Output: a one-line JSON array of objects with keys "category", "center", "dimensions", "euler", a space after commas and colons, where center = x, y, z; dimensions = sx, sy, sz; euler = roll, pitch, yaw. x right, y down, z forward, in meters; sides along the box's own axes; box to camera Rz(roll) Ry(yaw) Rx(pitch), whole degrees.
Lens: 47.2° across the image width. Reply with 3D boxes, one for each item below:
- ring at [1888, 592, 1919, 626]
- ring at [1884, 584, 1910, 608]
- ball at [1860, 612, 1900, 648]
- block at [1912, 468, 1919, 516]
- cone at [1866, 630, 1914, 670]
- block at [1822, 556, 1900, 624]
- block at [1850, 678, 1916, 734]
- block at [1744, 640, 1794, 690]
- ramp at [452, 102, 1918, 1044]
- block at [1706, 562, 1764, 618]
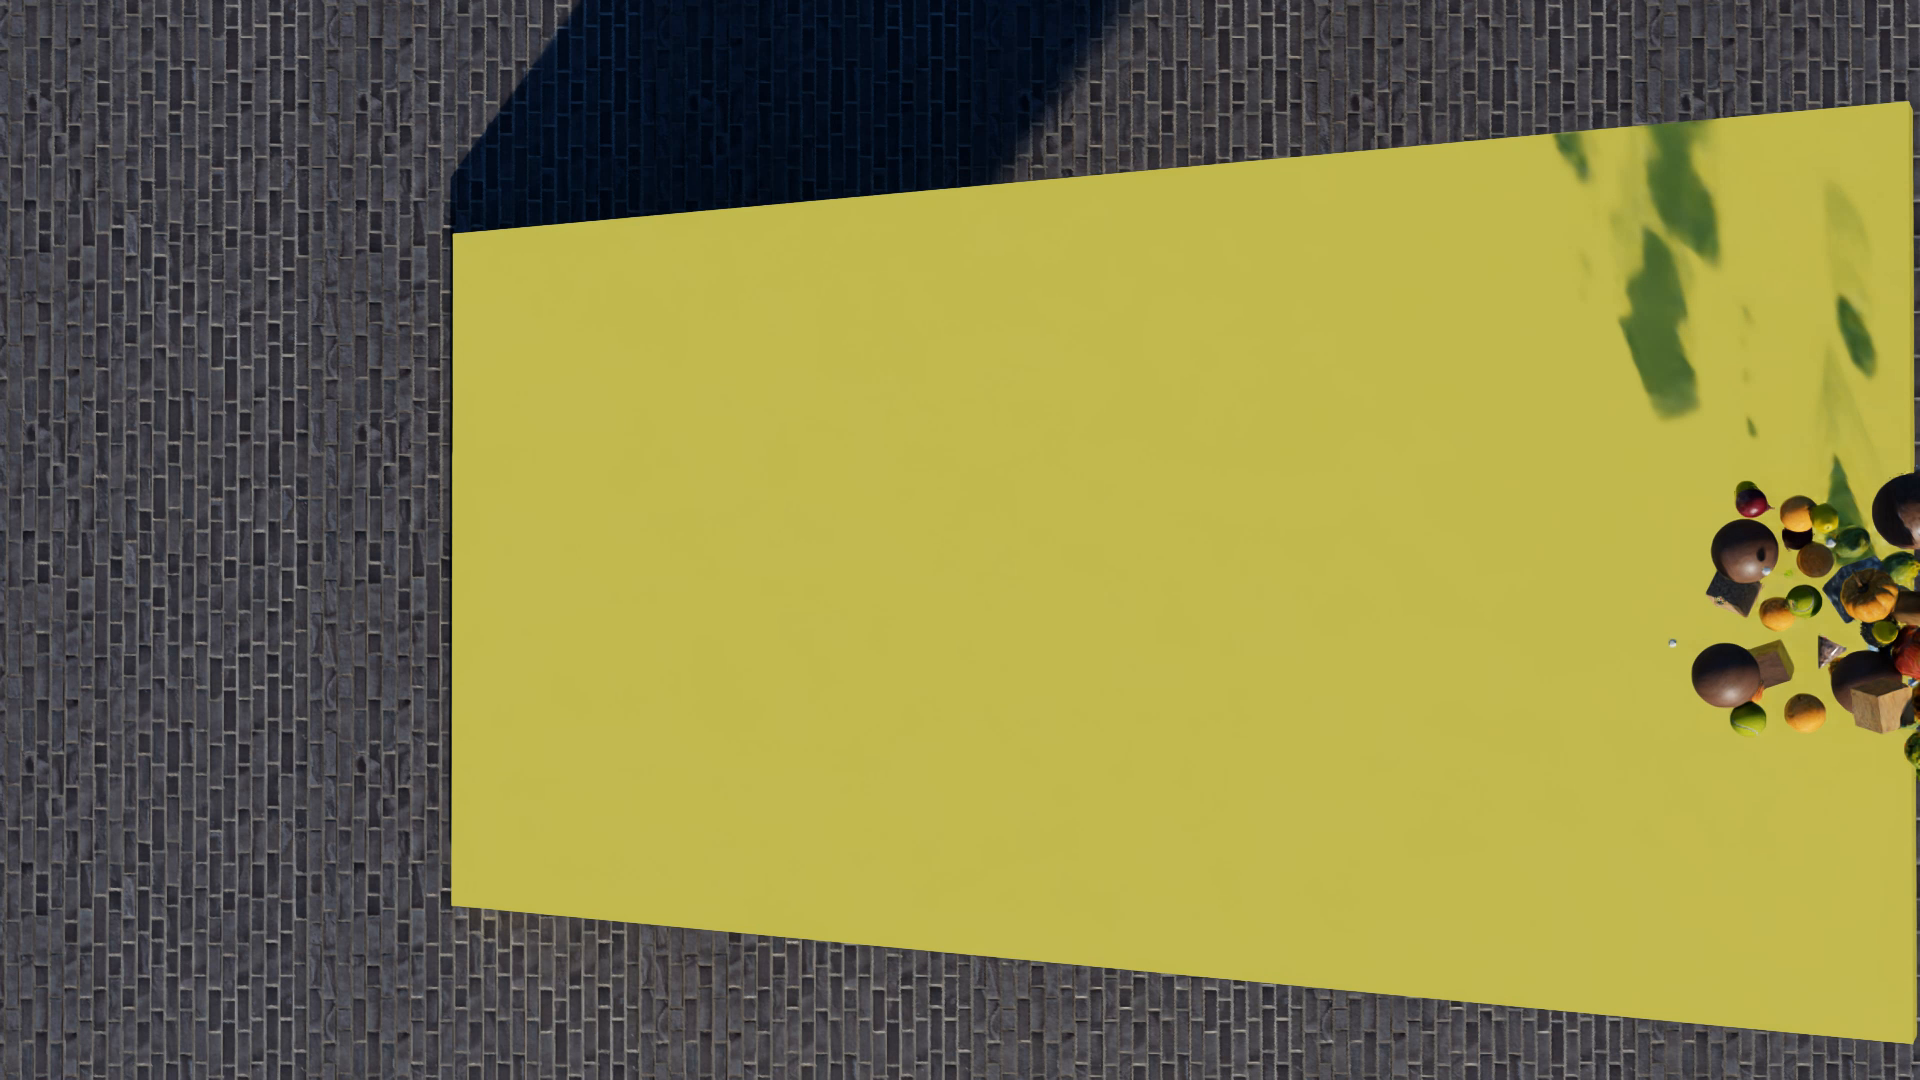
[{"category": "ring", "center": [1.687, 0.121, 3.813], "dimensions": [0.146, 0.146, 0.049], "euler": [2, 98, 0]}, {"category": "ring", "center": [1.780, 0.108, 4.211], "dimensions": [0.081, 0.081, 0.027], "euler": [11, 65, 0]}, {"category": "ball", "center": [1.770, 0.172, 4.232], "dimensions": [0.070, 0.070, 0.070], "euler": [0, 89, 0]}, {"category": "block", "center": [1.749, -0.091, 3.914], "dimensions": [0.078, 0.078, 0.078], "euler": [-7, 96, 32]}, {"category": "cone", "center": [1.947, 0.205, 4.588], "dimensions": [0.097, 0.097, 0.097], "euler": [-9, 128, 0]}, {"category": "block", "center": [1.577, 0.087, 3.850], "dimensions": [0.076, 0.076, 0.076], "euler": [-16, 63, -17]}, {"category": "block", "center": [1.575, 0.283, 3.754], "dimensions": [0.068, 0.068, 0.068], "euler": [-16, 102, -15]}, {"category": "block", "center": [1.679, 0.259, 4.560], "dimensions": [0.069, 0.069, 0.069], "euler": [-24, 96, 32]}, {"category": "ramp", "center": [0.276, 0.077, 5.650], "dimensions": [4.000, 0.100, 2.000], "euler": [0, 89, 28]}, {"category": "block", "center": [1.643, 0.106, 4.667], "dimensions": [0.076, 0.076, 0.076], "euler": [25, 85, 39]}]
